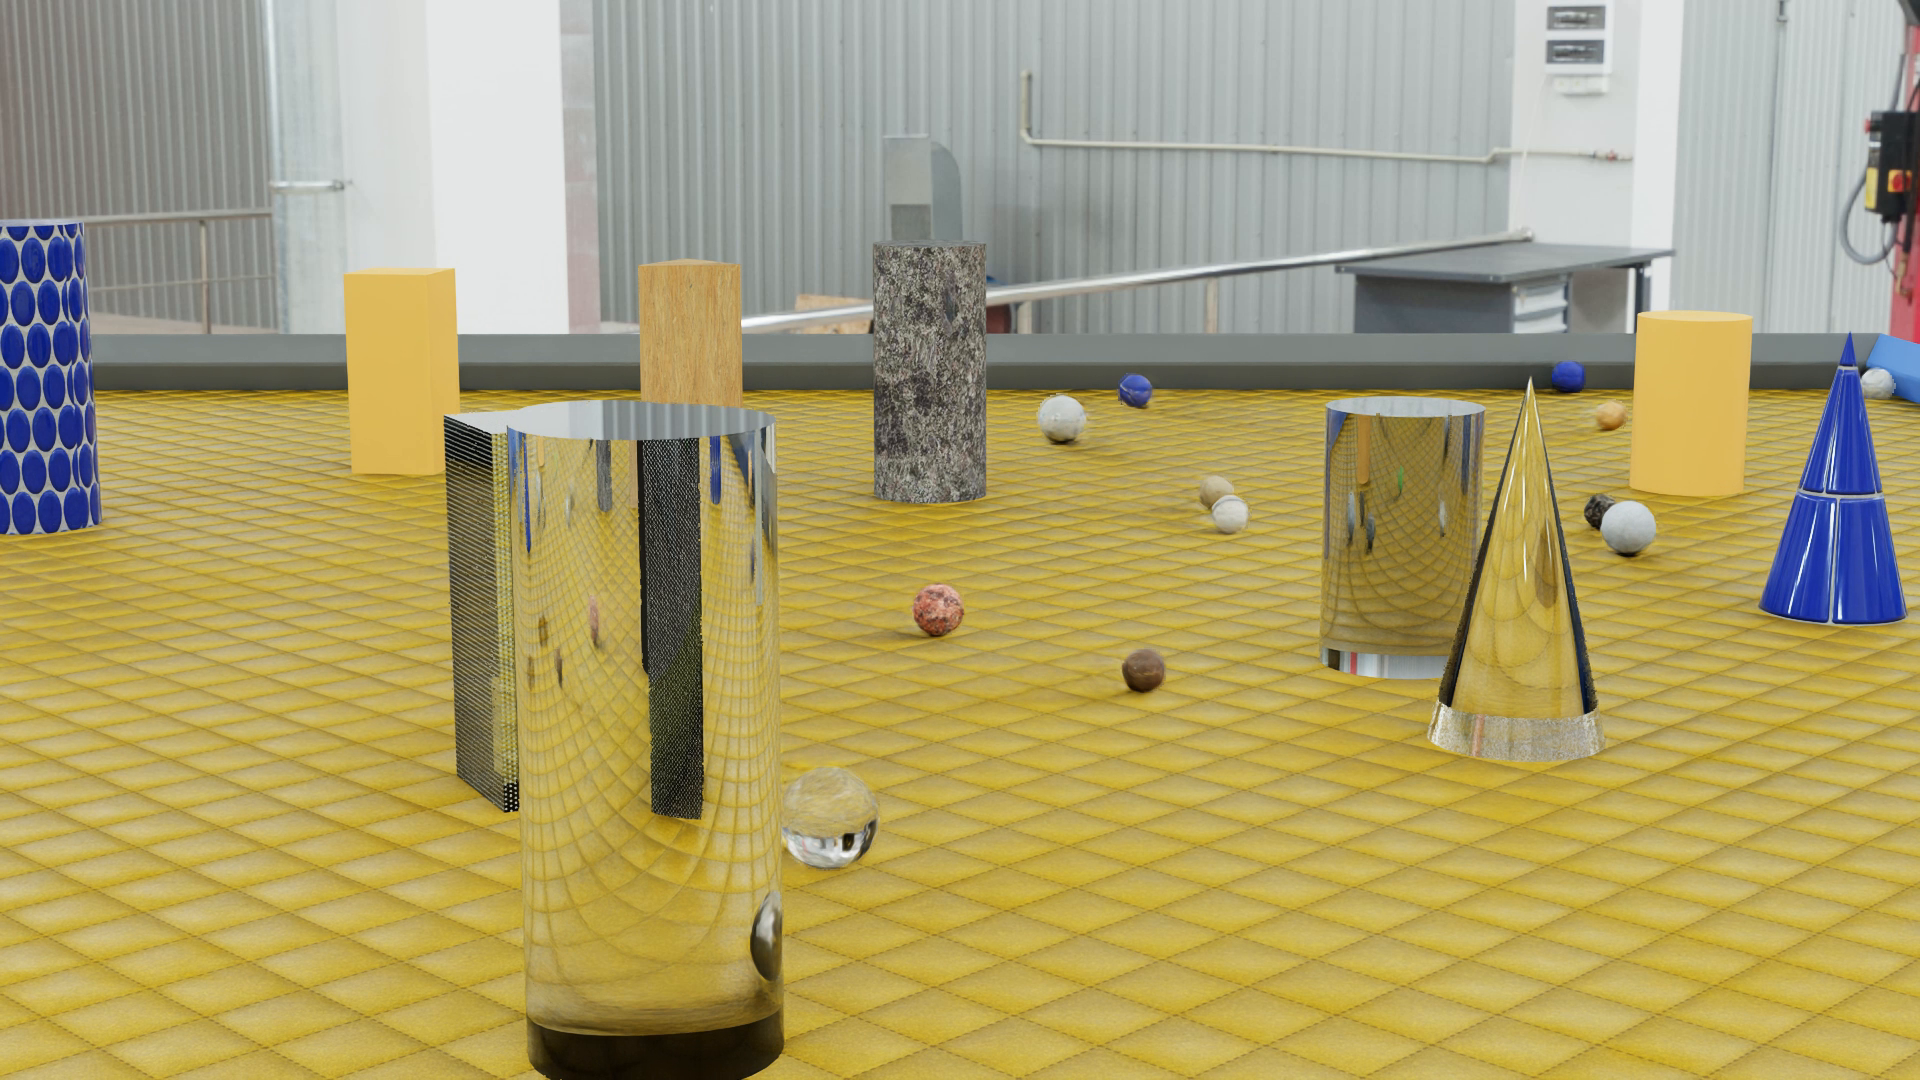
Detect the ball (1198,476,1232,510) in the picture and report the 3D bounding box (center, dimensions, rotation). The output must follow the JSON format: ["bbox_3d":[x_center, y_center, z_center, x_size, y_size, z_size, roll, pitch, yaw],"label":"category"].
[{"bbox_3d":[0.421,-0.077,4.229,0.057,0.057,0.057,0,11,0],"label":"ball"}]

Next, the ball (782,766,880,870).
[{"bbox_3d":[-0.120,0.254,2.346,0.093,0.093,0.093,0,11,0],"label":"ball"}]

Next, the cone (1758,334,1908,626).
[{"bbox_3d":[1.175,-0.091,3.421,0.192,0.379,0.192,0,11,0],"label":"cone"}]

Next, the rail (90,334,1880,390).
[{"bbox_3d":[-0.014,-0.398,5.761,4.183,0.125,0.045,0,11,0],"label":"rail"}]

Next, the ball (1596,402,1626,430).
[{"bbox_3d":[1.306,-0.249,5.147,0.058,0.058,0.058,0,11,0],"label":"ball"}]

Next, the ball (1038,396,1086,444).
[{"bbox_3d":[0.198,-0.233,4.970,0.092,0.092,0.092,0,11,0],"label":"ball"}]

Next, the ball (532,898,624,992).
[{"bbox_3d":[-0.304,0.321,2.039,0.073,0.073,0.073,0,11,0],"label":"ball"}]

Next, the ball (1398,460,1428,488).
[{"bbox_3d":[0.785,-0.115,4.448,0.050,0.050,0.050,0,11,0],"label":"ball"}]

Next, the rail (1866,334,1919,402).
[{"bbox_3d":[2.068,0.030,3.461,0.045,0.125,4.751,0,11,0],"label":"rail"}]

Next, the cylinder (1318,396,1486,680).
[{"bbox_3d":[0.540,-0.006,3.137,0.192,0.316,0.192,0,11,0],"label":"cylinder"}]

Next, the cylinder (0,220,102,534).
[{"bbox_3d":[-1.474,-0.262,4.064,0.192,0.479,0.192,0,11,0],"label":"cylinder"}]

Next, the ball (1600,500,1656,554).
[{"bbox_3d":[1.003,-0.019,3.848,0.080,0.080,0.080,0,11,0],"label":"ball"}]

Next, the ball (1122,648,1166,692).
[{"bbox_3d":[0.215,0.153,3.007,0.051,0.051,0.051,0,11,0],"label":"ball"}]

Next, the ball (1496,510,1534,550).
[{"bbox_3d":[0.841,-0.015,3.891,0.058,0.058,0.058,0,11,0],"label":"ball"}]

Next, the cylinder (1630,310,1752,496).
[{"bbox_3d":[1.263,-0.239,4.437,0.192,0.298,0.192,0,11,0],"label":"cylinder"}]

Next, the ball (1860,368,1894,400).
[{"bbox_3d":[2.008,-0.342,5.617,0.070,0.070,0.070,0,11,0],"label":"ball"}]

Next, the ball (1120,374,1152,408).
[{"bbox_3d":[0.376,-0.318,5.483,0.071,0.071,0.071,0,11,0],"label":"ball"}]

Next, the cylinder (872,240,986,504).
[{"bbox_3d":[-0.051,-0.289,4.351,0.192,0.428,0.192,0,11,0],"label":"cylinder"}]

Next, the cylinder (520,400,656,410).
[{"bbox_3d":[-0.451,-0.012,3.201,0.192,0.303,0.192,0,11,0],"label":"cylinder"}]

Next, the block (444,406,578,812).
[{"bbox_3d":[-0.417,0.064,2.592,0.153,0.376,0.153,-6,12,-28],"label":"block"}]

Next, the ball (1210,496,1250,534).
[{"bbox_3d":[0.424,-0.041,4.022,0.060,0.060,0.060,0,11,0],"label":"ball"}]

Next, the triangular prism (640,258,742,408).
[{"bbox_3d":[-0.460,-0.276,4.368,0.166,0.395,0.144,-2,11,-8],"label":"triangular prism"}]

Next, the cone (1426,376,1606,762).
[{"bbox_3d":[0.607,0.020,2.765,0.192,0.400,0.192,0,11,0],"label":"cone"}]

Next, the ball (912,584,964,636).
[{"bbox_3d":[-0.028,0.089,3.304,0.067,0.067,0.067,0,11,0],"label":"ball"}]

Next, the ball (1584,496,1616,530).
[{"bbox_3d":[1.015,-0.044,4.057,0.053,0.053,0.053,0,11,0],"label":"ball"}]

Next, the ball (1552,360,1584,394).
[{"bbox_3d":[1.357,-0.364,5.724,0.073,0.073,0.073,0,11,0],"label":"ball"}]

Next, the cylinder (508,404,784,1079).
[{"bbox_3d":[-0.228,0.147,1.883,0.192,0.473,0.192,0,11,0],"label":"cylinder"}]

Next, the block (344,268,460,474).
[{"bbox_3d":[-1.008,-0.308,4.648,0.153,0.357,0.153,1,11,8],"label":"block"}]
